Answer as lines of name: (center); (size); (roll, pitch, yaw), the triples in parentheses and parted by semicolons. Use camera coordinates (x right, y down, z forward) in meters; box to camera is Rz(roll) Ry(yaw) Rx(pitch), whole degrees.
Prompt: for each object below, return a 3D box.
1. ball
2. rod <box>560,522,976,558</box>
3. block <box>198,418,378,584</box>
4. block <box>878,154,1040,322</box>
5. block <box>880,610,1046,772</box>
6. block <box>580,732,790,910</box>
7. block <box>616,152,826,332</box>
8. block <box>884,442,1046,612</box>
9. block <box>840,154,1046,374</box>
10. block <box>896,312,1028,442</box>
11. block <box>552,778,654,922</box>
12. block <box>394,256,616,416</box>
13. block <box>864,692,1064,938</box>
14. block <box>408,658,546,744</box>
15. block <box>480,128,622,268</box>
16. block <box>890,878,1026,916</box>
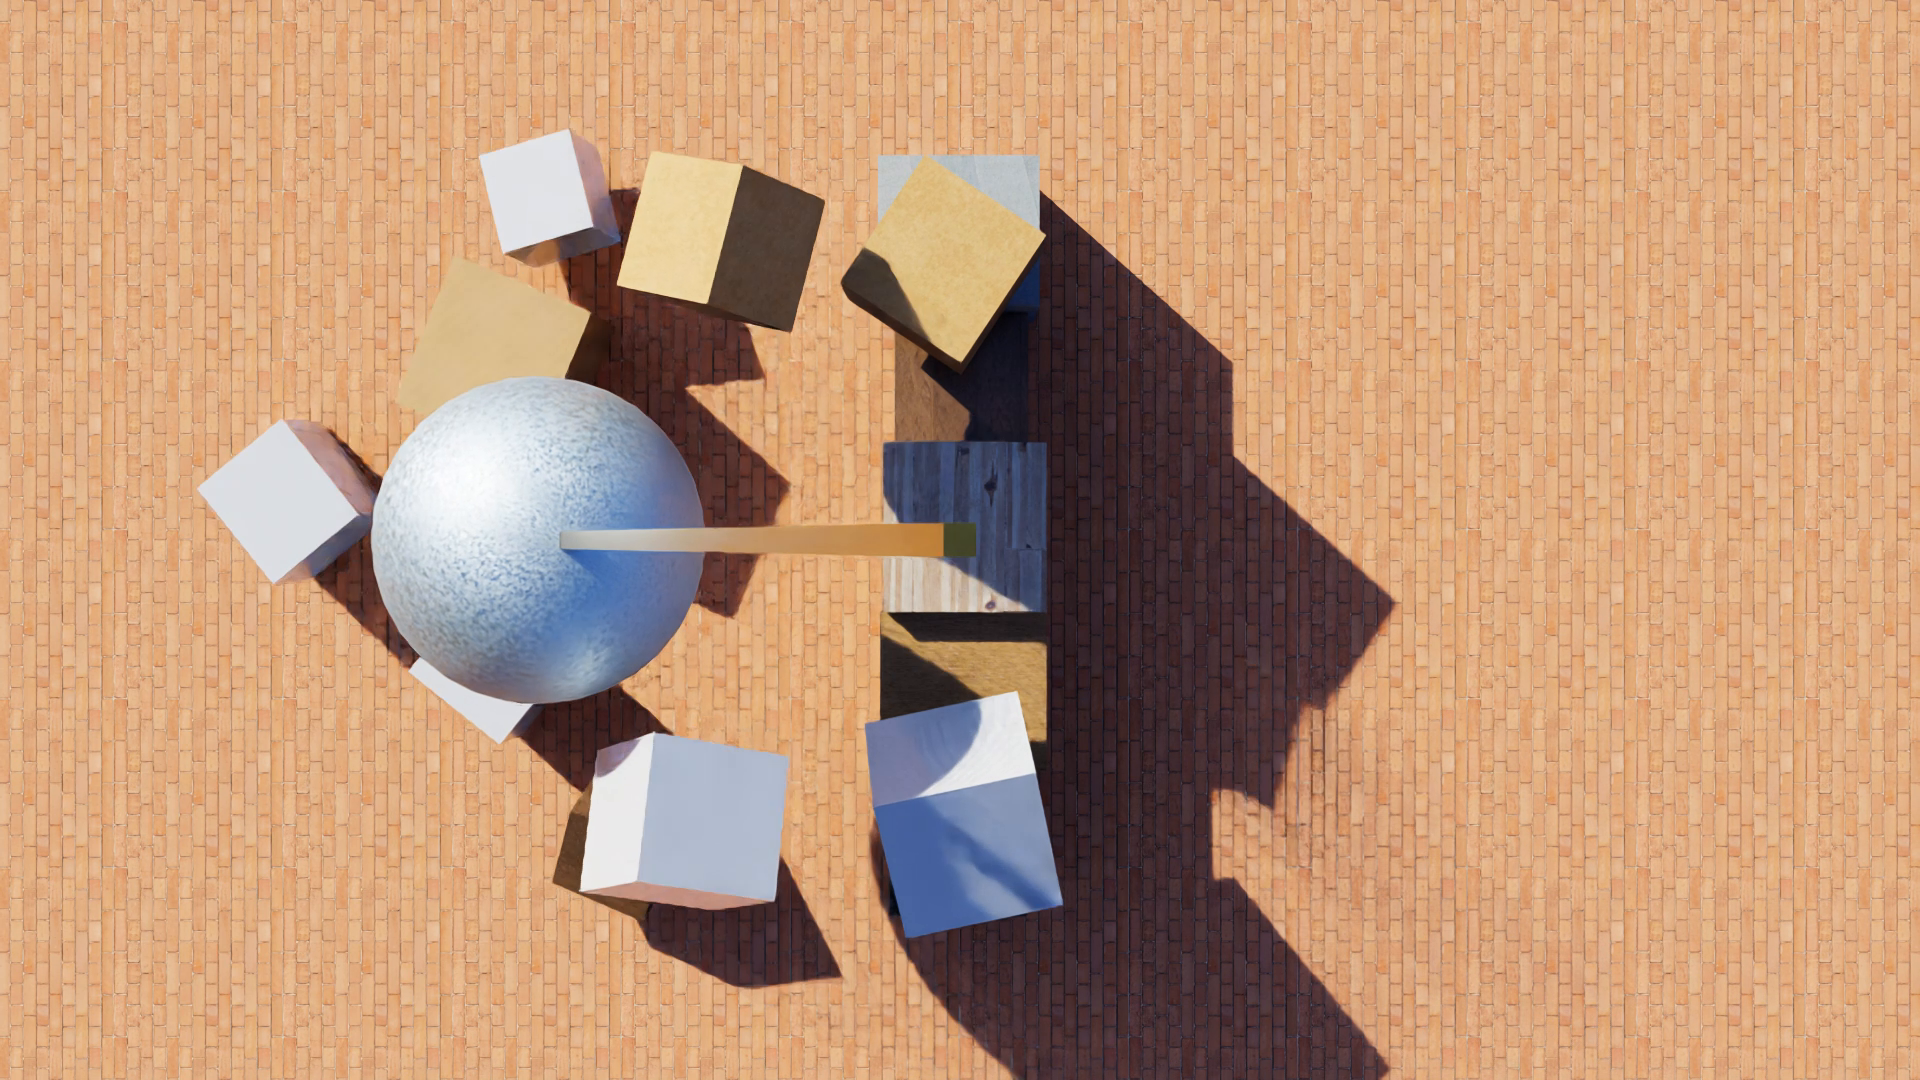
ball: (-2.044, 0.000, 10.709); (1.600, 1.600, 1.600); (0, 90, 0)
rod: (-0.886, 0.000, 7.513); (0.080, 5.200, 0.080); (0, 90, -20)
block: (-3.811, -0.227, 12.651); (0.624, 0.669, 0.687); (-39, 90, 3)
block: (-0.007, -1.695, 12.509); (0.884, 0.982, 0.818); (0, 90, 0)
block: (0.018, 0.838, 12.576); (0.920, 0.848, 0.878); (0, 90, 0)
block: (-1.350, 1.391, 10.761); (0.716, 0.716, 0.704); (14, 72, -29)
block: (-1.180, -1.473, 10.892); (0.620, 0.639, 0.682); (15, 91, 36)
block: (0.028, -0.071, 12.495); (0.889, 1.010, 0.926); (0, 90, 0)
block: (-0.086, -1.435, 11.613); (0.743, 0.809, 0.783); (34, 90, 0)
block: (0.009, -0.912, 12.671); (0.747, 0.658, 0.729); (0, 90, 0)
block: (-1.919, 1.712, 12.604); (0.572, 0.512, 0.595); (23, 125, 3)
block: (-2.580, -1.010, 12.570); (0.819, 0.858, 0.875); (23, 90, 0)
block: (0.014, 1.459, 11.746); (0.847, 0.811, 0.853); (-12, 117, 0)
block: (-2.650, 0.710, 12.664); (0.657, 0.672, 0.596); (39, 90, 0)
block: (-2.337, -1.945, 12.575); (0.543, 0.524, 0.573); (-15, 86, 8)
block: (-0.013, 1.696, 12.652); (0.763, 0.697, 0.817); (0, 90, 0)
